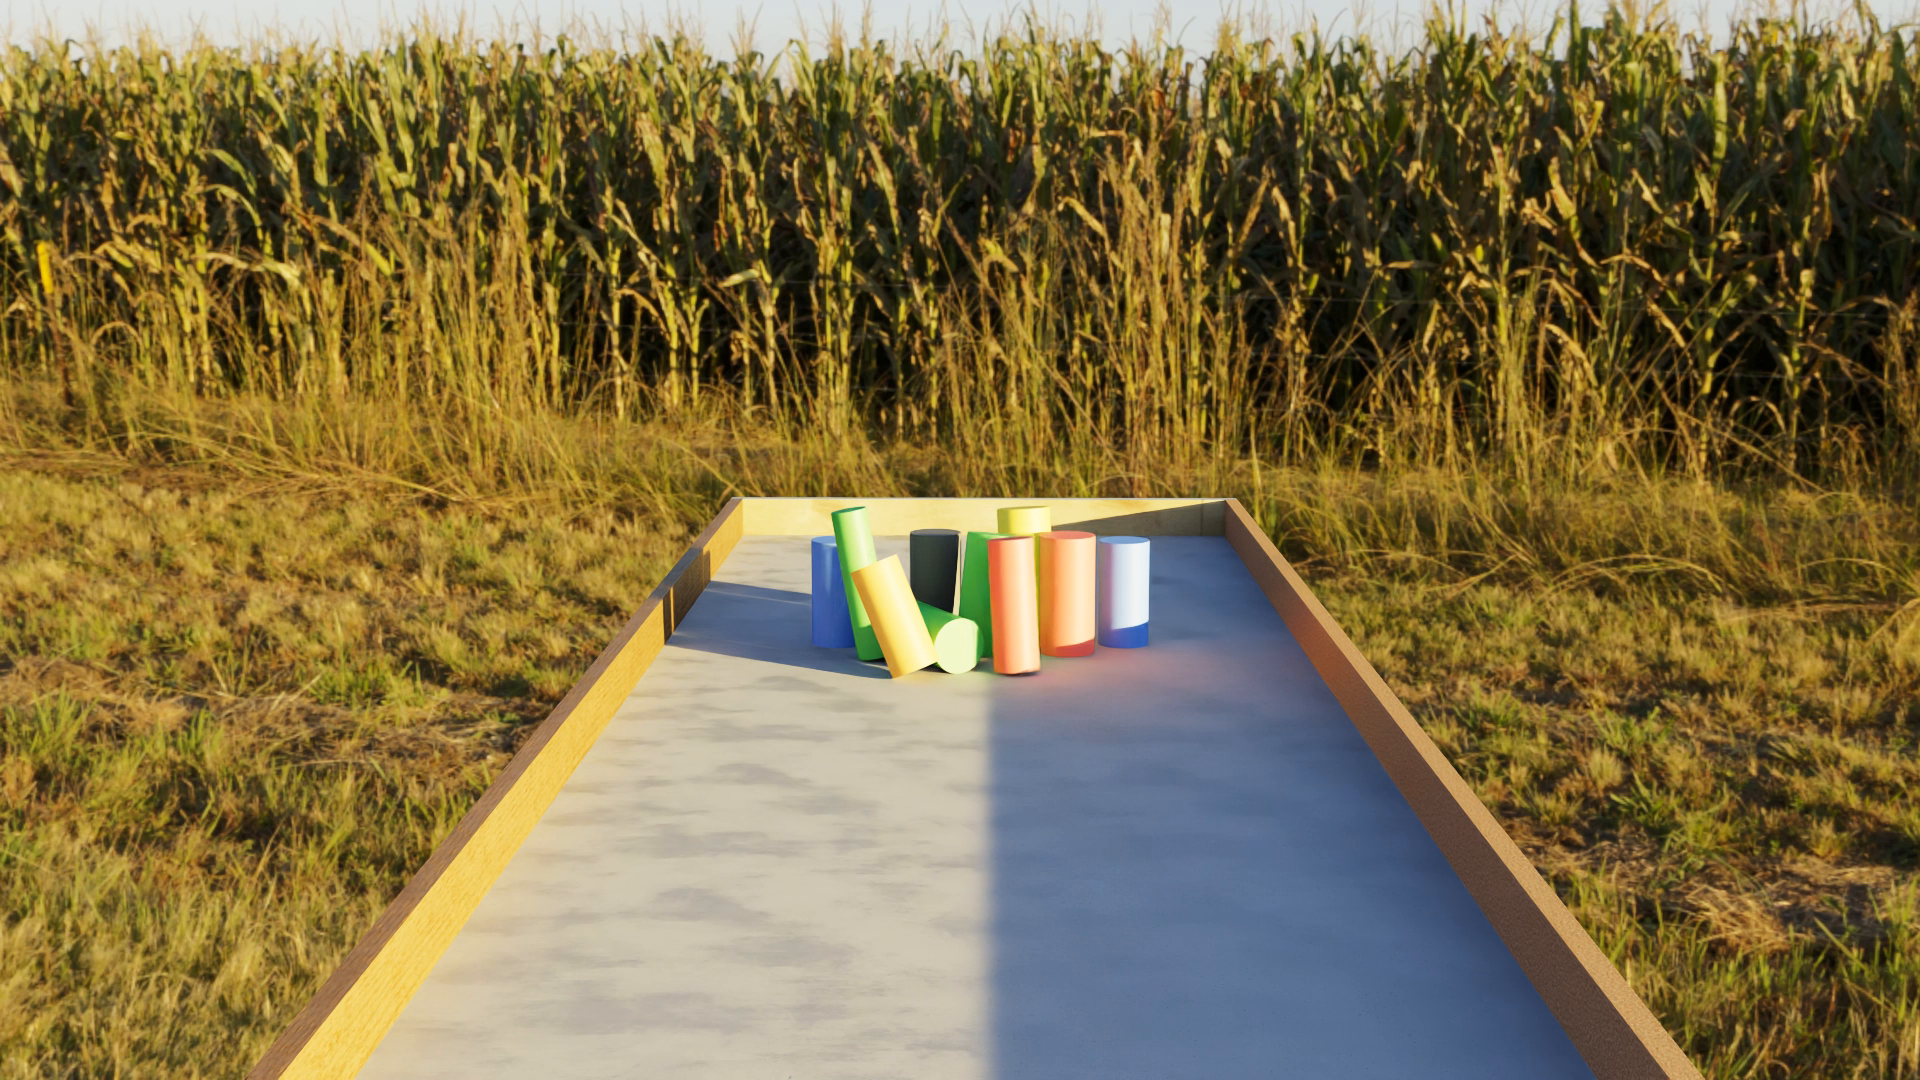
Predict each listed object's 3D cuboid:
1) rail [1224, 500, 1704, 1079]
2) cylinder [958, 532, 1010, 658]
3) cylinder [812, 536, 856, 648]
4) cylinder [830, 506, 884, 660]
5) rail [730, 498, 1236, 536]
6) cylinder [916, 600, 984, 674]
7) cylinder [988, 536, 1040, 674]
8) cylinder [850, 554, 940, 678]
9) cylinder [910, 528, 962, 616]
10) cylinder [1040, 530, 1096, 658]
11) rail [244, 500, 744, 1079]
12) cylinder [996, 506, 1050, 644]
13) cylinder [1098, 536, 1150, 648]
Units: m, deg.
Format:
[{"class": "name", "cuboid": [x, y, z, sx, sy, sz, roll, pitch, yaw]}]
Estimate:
[{"class": "rail", "cuboid": [1.046, 0.843, 3.208, 0.050, 0.150, 12.000, 0, 9, 1]}, {"class": "cylinder", "cuboid": [0.084, 0.165, 6.725, 0.163, 0.369, 0.163, 6, 3, 0]}, {"class": "cylinder", "cuboid": [-0.384, 0.162, 6.932, 0.167, 0.331, 0.167, 0, 9, 0]}, {"class": "cylinder", "cuboid": [-0.297, 0.131, 6.687, 0.111, 0.455, 0.111, -10, 8, 1]}, {"class": "rail", "cuboid": [0.099, -0.098, 9.147, 2.100, 0.150, 0.050, 0, 9, 1]}, {"class": "cylinder", "cuboid": [-0.087, 0.287, 6.669, 0.165, 0.165, 0.380, -4, 10, -26]}, {"class": "cylinder", "cuboid": [0.159, 0.191, 6.517, 0.137, 0.391, 0.137, -3, 4, 0]}, {"class": "cylinder", "cuboid": [-0.191, 0.224, 6.436, 0.147, 0.333, 0.147, -22, -1, 0]}, {"class": "cylinder", "cuboid": [-0.077, 0.149, 6.951, 0.163, 0.350, 0.163, 0, 9, 0]}, {"class": "cylinder", "cuboid": [0.331, 0.166, 6.792, 0.172, 0.366, 0.172, 0, 9, 0]}, {"class": "rail", "cuboid": [-1.004, 0.839, 3.234, 0.050, 0.150, 12.000, 0, 9, 1]}, {"class": "cylinder", "cuboid": [0.210, 0.109, 6.933, 0.167, 0.421, 0.167, -3, 4, 0]}, {"class": "cylinder", "cuboid": [0.515, 0.164, 6.922, 0.158, 0.330, 0.158, 0, 9, 0]}]
